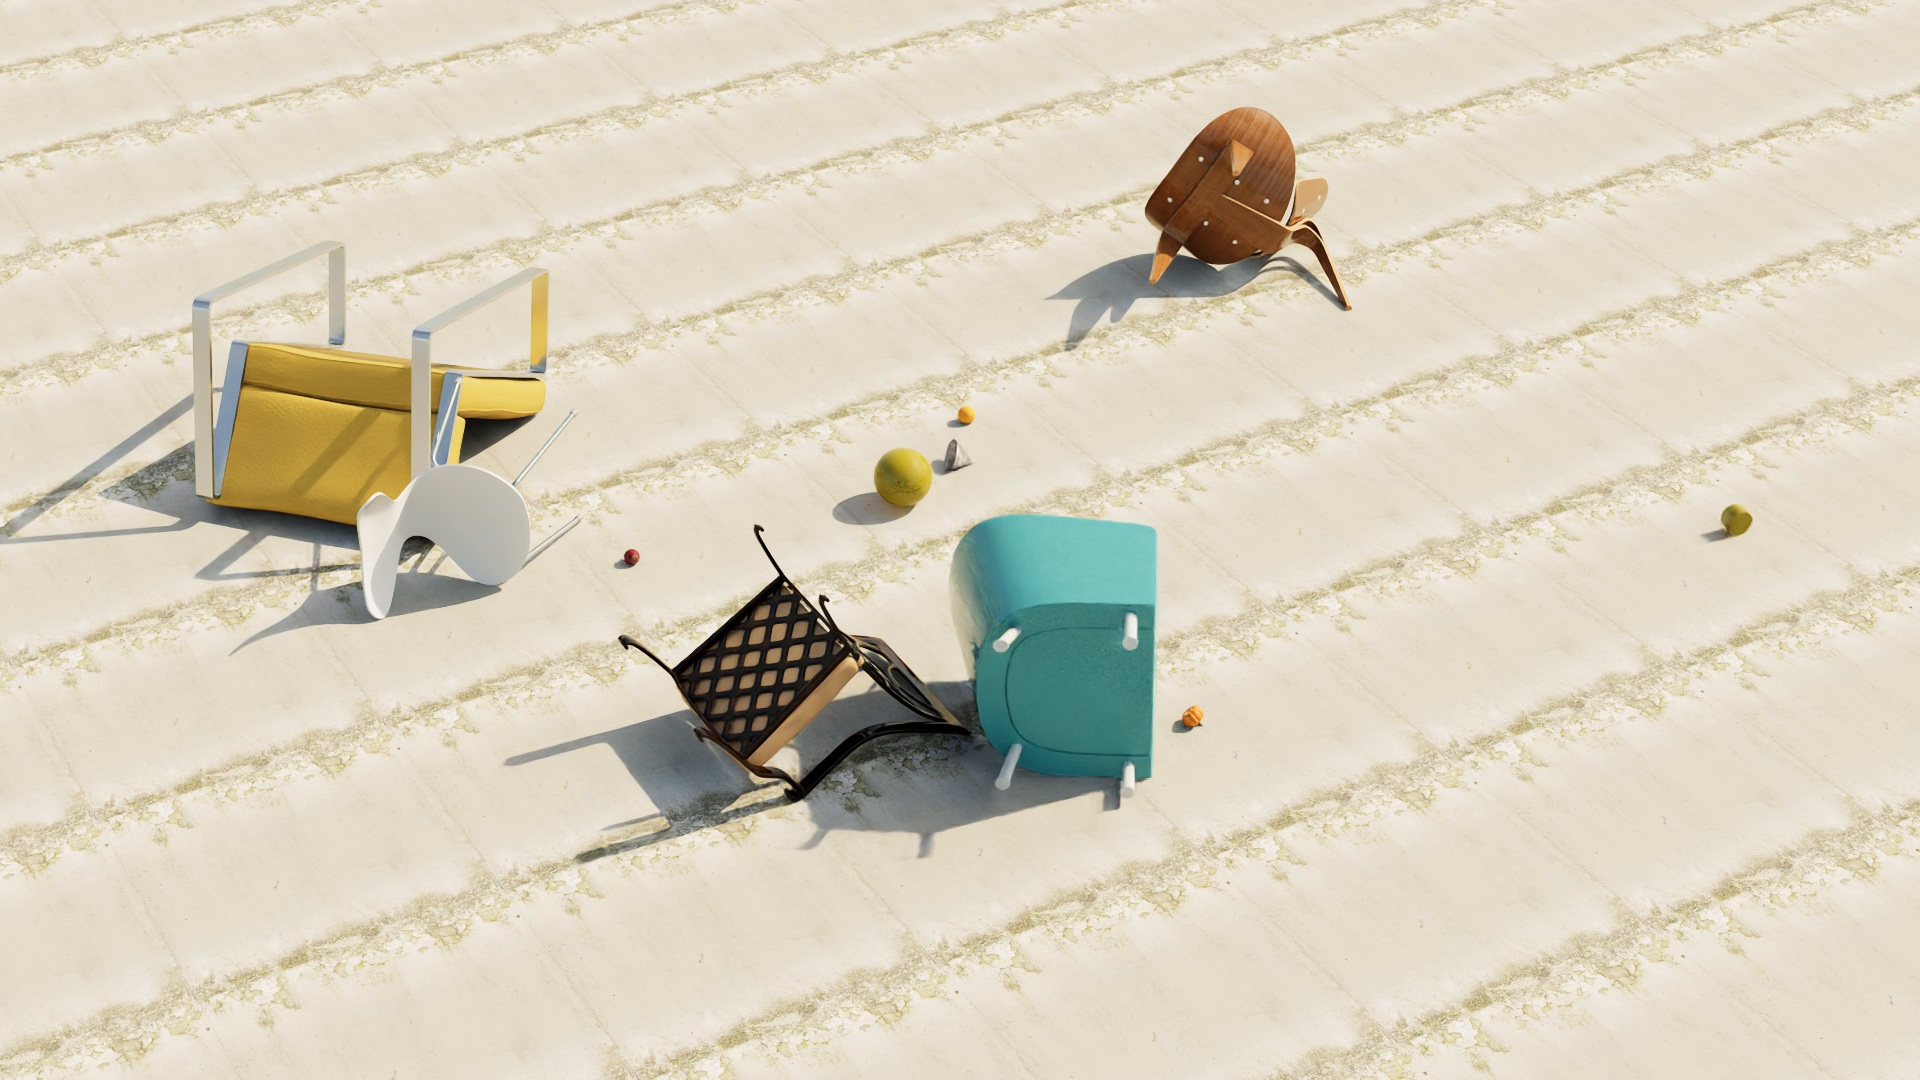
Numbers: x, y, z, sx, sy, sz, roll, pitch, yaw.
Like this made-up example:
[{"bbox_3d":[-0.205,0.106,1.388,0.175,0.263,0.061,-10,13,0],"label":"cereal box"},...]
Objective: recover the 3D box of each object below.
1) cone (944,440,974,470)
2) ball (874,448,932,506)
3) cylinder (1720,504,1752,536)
[{"bbox_3d":[0.013,-0.316,11.379,0.109,0.102,0.133,17,54,-23],"label":"cone"},{"bbox_3d":[-0.216,-0.239,11.102,0.225,0.225,0.225,0,33,0],"label":"ball"},{"bbox_3d":[2.901,-0.075,10.962,0.094,0.105,0.065,-2,32,-23],"label":"cylinder"}]
